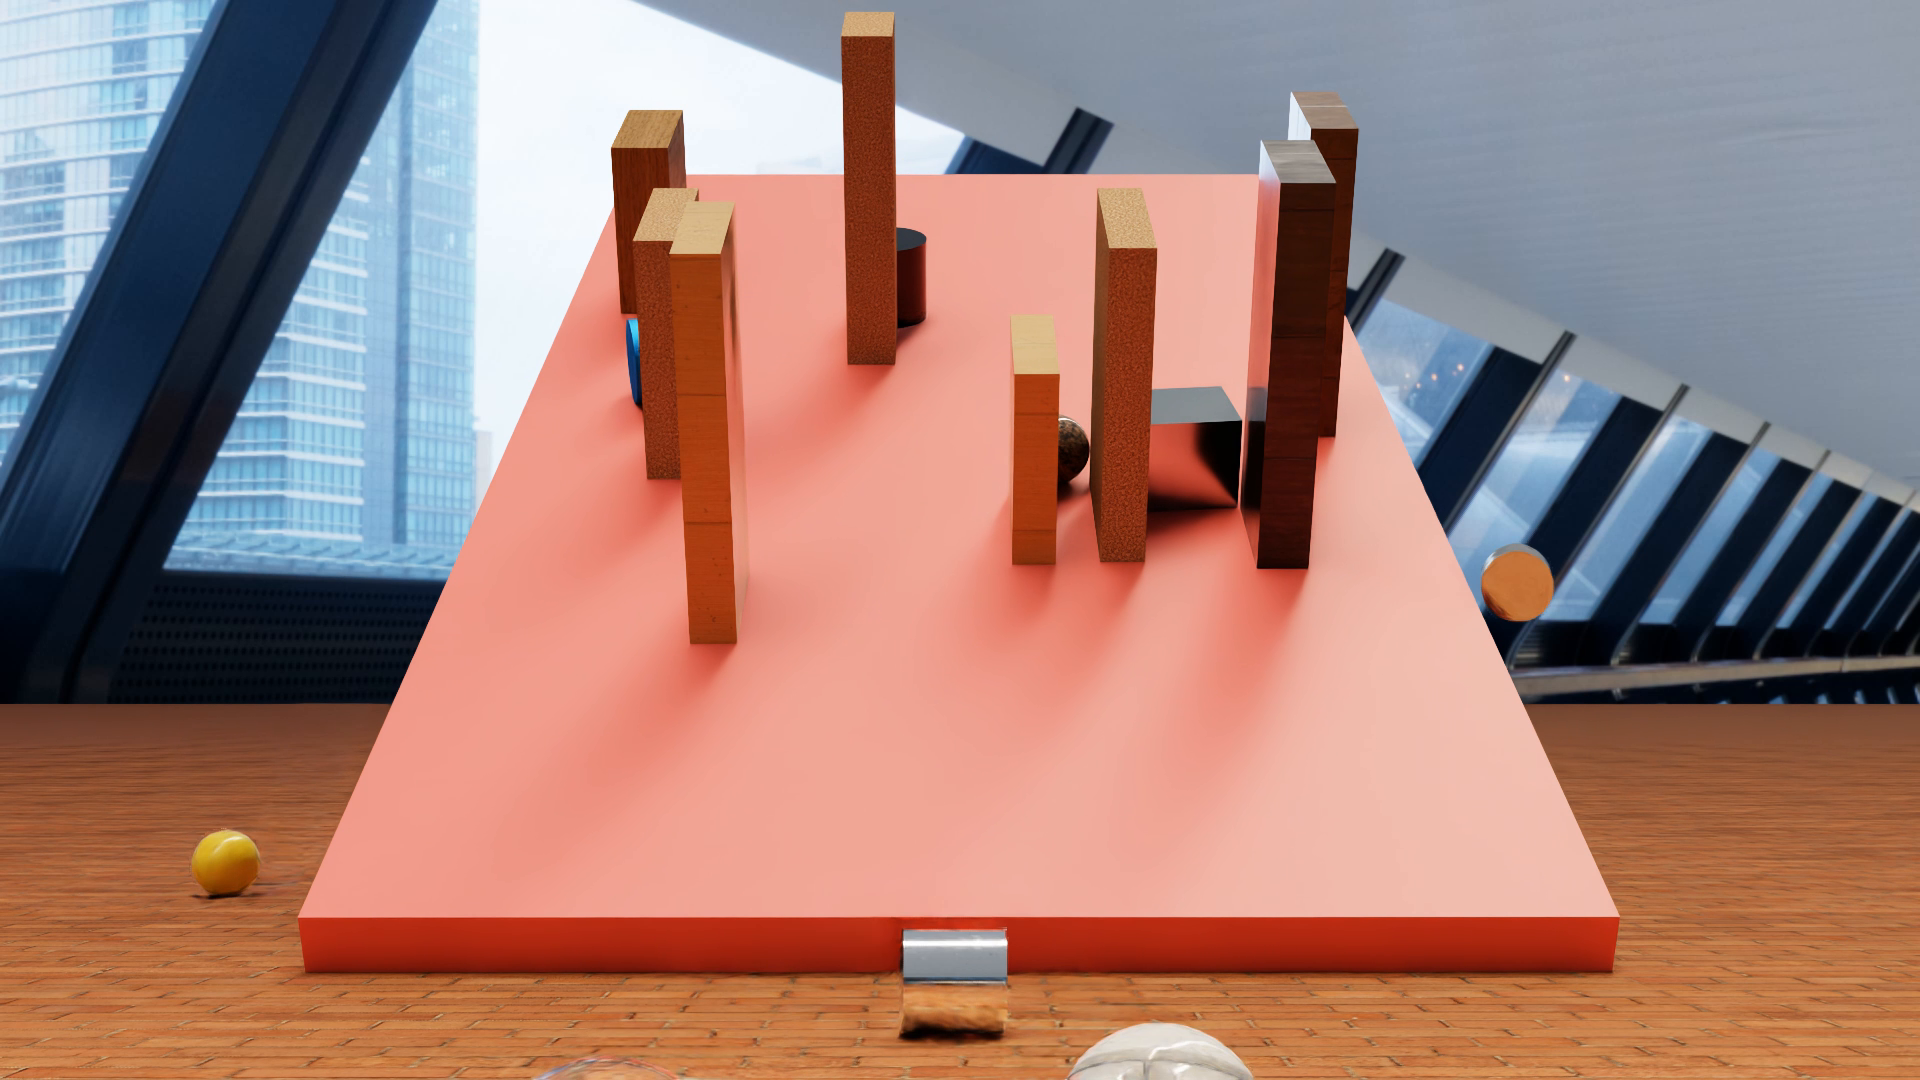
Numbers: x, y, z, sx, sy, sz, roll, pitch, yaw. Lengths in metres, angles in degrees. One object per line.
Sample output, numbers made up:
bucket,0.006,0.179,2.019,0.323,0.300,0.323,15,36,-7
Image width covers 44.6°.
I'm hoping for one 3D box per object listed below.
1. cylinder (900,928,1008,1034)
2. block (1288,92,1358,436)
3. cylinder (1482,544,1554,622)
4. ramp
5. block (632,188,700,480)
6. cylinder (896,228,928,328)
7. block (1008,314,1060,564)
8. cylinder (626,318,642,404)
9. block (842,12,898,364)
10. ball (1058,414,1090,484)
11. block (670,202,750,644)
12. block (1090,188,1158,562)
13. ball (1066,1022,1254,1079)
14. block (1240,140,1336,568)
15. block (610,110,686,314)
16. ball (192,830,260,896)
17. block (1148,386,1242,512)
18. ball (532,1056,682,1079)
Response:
cylinder,-0.009,0.547,2.905,0.127,0.127,0.127,1,-4,-3
block,0.794,-0.620,5.262,0.102,0.707,0.316,0,25,0
cylinder,1.122,0.085,4.716,0.141,0.141,0.141,-1,6,13
ramp,-0.009,-0.229,5.375,2.000,0.100,4.000,0,25,0
block,-0.625,-0.453,5.101,0.099,0.535,0.379,0,25,0
cylinder,-0.186,-0.668,5.956,0.204,0.204,0.204,0,25,0
block,0.147,-0.206,4.729,0.087,0.405,0.340,0,25,0
cylinder,-0.665,-0.422,5.437,0.195,0.195,0.195,-6,-2,-13
block,-0.214,-0.841,5.622,0.116,0.799,0.255,0,25,0
ball,0.202,-0.194,5.004,0.152,0.152,0.152,0,-4,0
block,-0.458,-0.215,4.329,0.088,0.756,0.308,0,25,0
block,0.324,-0.336,4.714,0.090,0.653,0.395,0,25,0
ball,0.155,0.458,1.808,0.167,0.167,0.167,0,-4,0
block,0.641,-0.363,4.613,0.103,0.789,0.297,0,25,0
block,-0.799,-0.856,6.081,0.142,0.436,0.372,0,25,0
ball,-1.551,0.683,4.949,0.140,0.140,0.140,0,-4,0
block,0.473,-0.194,4.950,0.197,0.197,0.197,-3,25,-6
ball,-0.238,0.436,1.565,0.178,0.178,0.178,0,-4,0
